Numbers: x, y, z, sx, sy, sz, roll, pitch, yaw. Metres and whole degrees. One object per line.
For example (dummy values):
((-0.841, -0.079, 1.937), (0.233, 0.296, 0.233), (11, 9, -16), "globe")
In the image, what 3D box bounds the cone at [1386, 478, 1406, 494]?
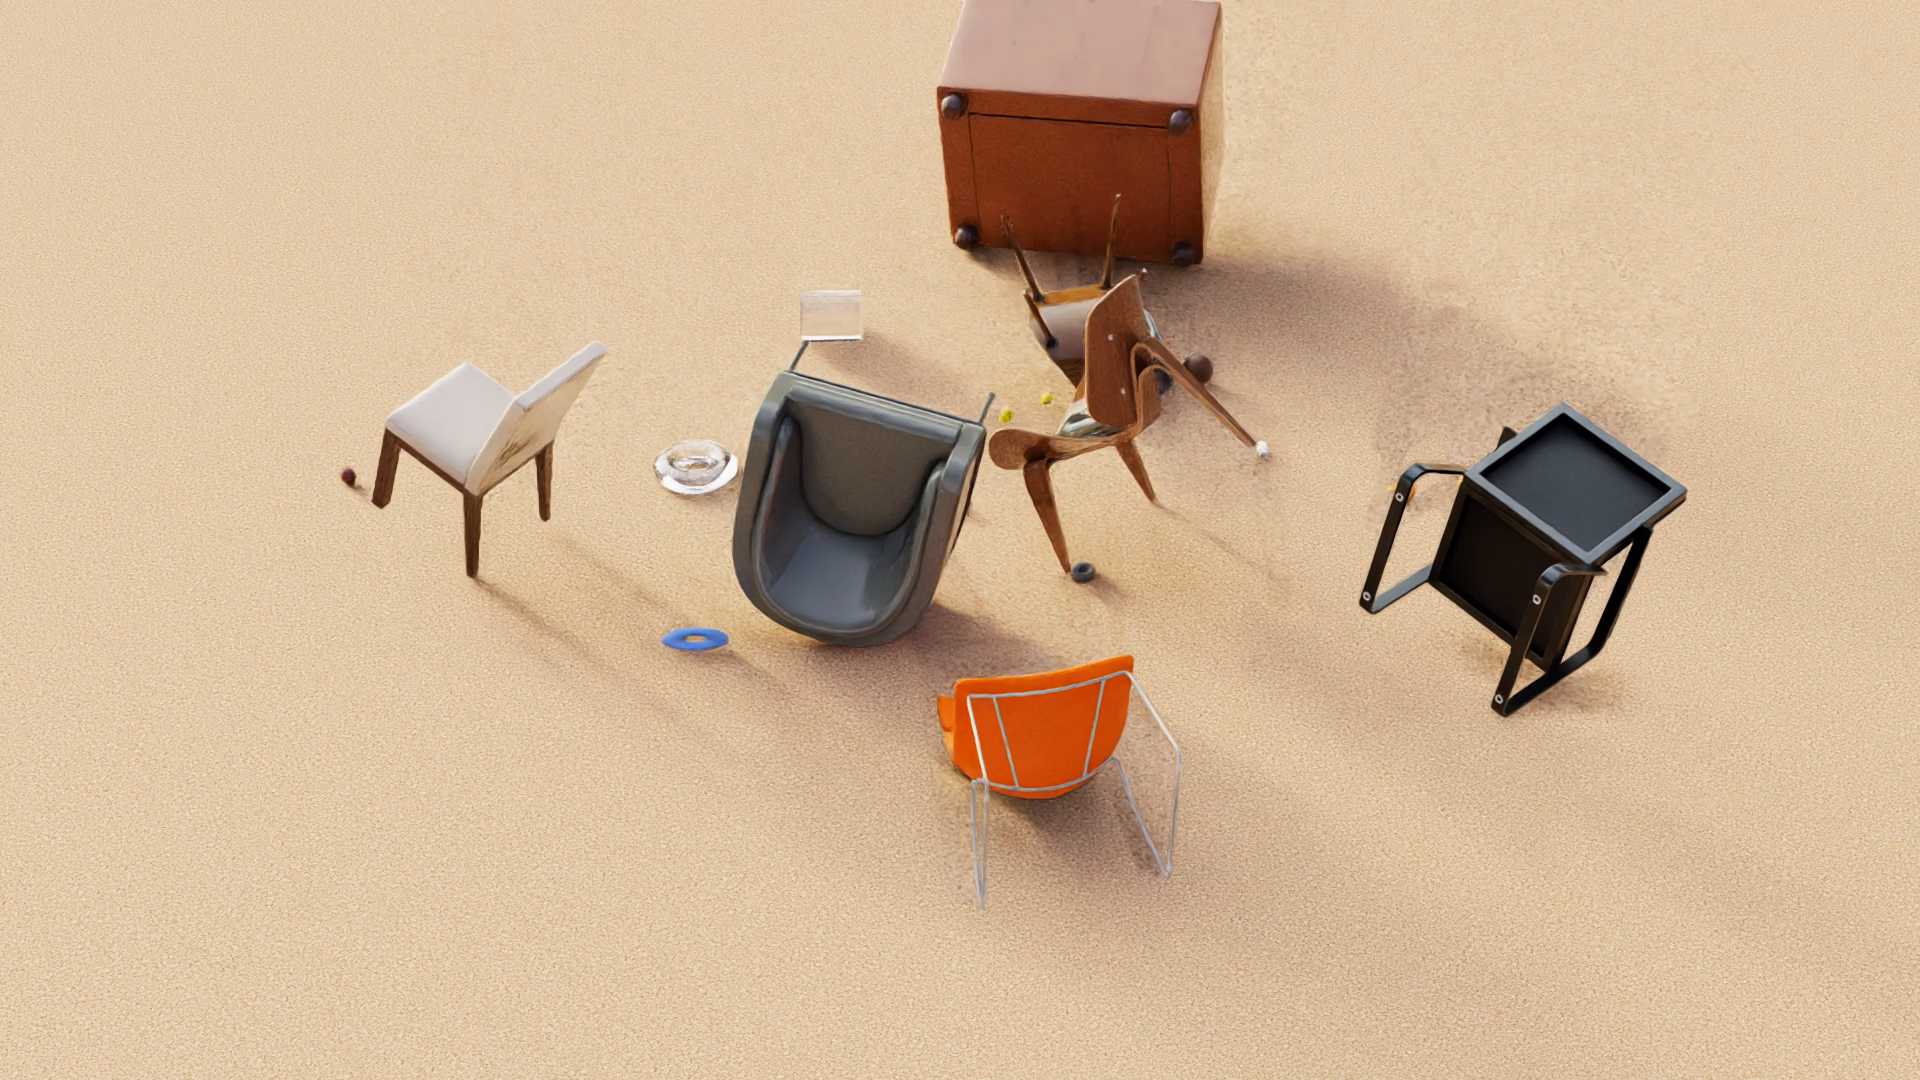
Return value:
((1.655, -0.196, 11.201), (0.080, 0.037, 0.063), (-18, 67, -24), "cone")

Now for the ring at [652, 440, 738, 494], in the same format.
((-1.020, -0.284, 11.299), (0.328, 0.084, 0.324), (-12, 36, -16), "ring")

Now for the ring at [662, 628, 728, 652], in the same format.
((-0.932, 0.350, 10.333), (0.242, 0.086, 0.039), (-2, 16, 10), "ring")

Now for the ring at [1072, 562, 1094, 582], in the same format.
((0.450, 0.118, 10.726), (0.083, 0.037, 0.107), (24, 40, 15), "ring")

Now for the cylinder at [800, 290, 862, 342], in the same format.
((-0.534, -0.929, 12.139), (0.247, 0.258, 0.206), (-1, 74, -2), "cylinder")

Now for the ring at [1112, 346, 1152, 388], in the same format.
((0.653, -0.655, 11.124), (0.200, 0.171, 0.053), (-43, 58, -12), "ring")
